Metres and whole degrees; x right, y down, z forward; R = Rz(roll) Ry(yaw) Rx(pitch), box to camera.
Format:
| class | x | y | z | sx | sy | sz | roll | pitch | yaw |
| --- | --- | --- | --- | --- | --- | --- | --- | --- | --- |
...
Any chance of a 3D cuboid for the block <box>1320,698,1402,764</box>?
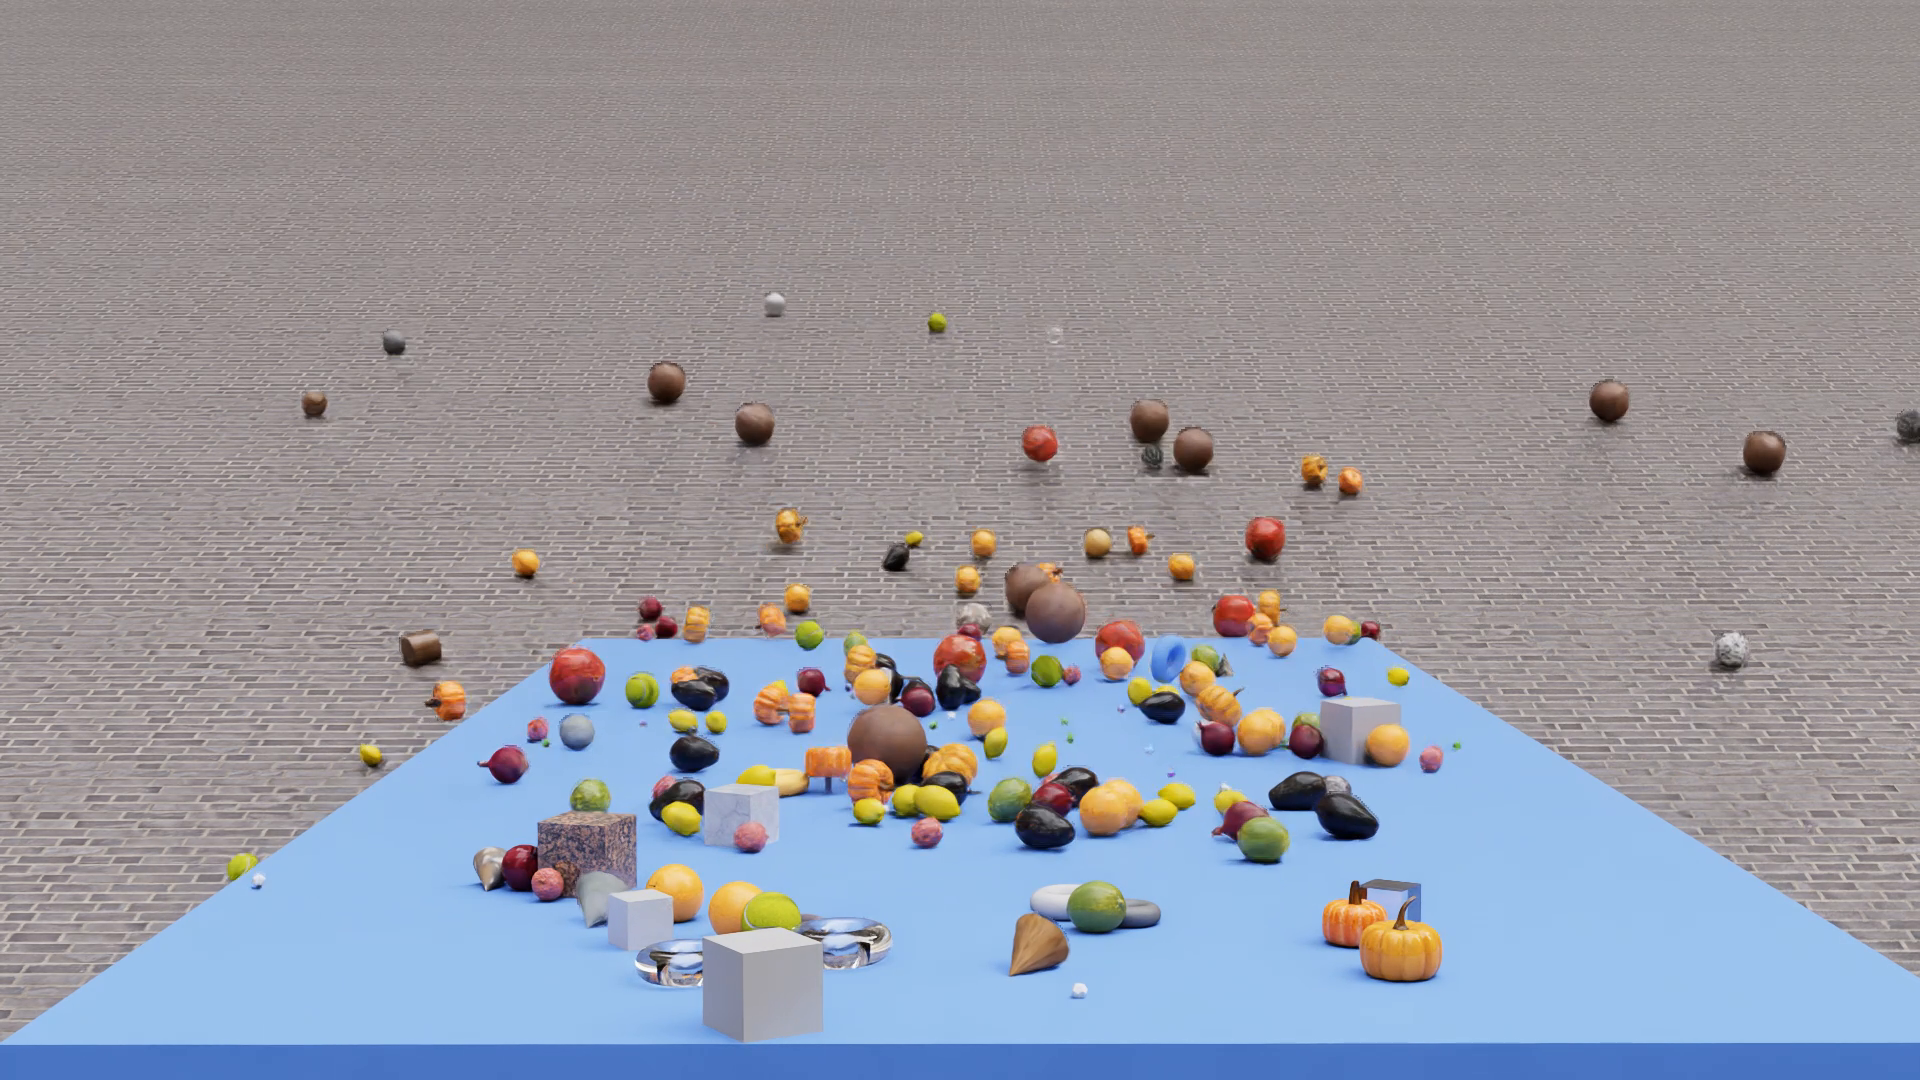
| class | x | y | z | sx | sy | sz | roll | pitch | yaw |
| --- | --- | --- | --- | --- | --- | --- | --- | --- | --- |
| block | 0.692 | 0.329 | 4.436 | 0.100 | 0.100 | 0.100 | -2 | 4 | -25 |

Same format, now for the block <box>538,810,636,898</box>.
| class | x | y | z | sx | sy | sz | roll | pitch | yaw |
| --- | --- | --- | --- | --- | --- | --- | --- | --- | --- |
| block | -0.477 | 0.403 | 3.291 | 0.094 | 0.094 | 0.094 | 1 | 4 | 17 |

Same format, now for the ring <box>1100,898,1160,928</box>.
| class | x | y | z | sx | sy | sz | roll | pitch | yaw |
| --- | --- | --- | --- | --- | --- | --- | --- | --- | --- |
| ring | 0.205 | 0.450 | 3.097 | 0.075 | 0.025 | 0.075 | 1 | 3 | 0 |

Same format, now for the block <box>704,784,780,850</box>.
| class | x | y | z | sx | sy | sz | roll | pitch | yaw |
| --- | --- | --- | --- | --- | --- | --- | --- | --- | --- |
| block | -0.309 | 0.391 | 3.638 | 0.077 | 0.077 | 0.077 | 2 | 4 | 27 |

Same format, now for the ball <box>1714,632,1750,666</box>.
| class | x | y | z | sx | sy | sz | roll | pitch | yaw |
| --- | --- | --- | --- | --- | --- | --- | --- | --- | --- |
| ball | 1.984 | 0.281 | 6.594 | 0.088 | 0.088 | 0.088 | 0 | 20 | 0 |

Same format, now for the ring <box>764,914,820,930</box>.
| class | x | y | z | sx | sy | sz | roll | pitch | yaw |
| --- | --- | --- | --- | --- | --- | --- | --- | --- | --- |
| ring | -0.191 | 0.455 | 3.005 | 0.078 | 0.026 | 0.078 | -1 | 3 | 0 |

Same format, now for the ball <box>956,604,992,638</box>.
| class | x | y | z | sx | sy | sz | roll | pitch | yaw |
| --- | --- | --- | --- | --- | --- | --- | --- | --- | --- |
| ball | 0.035 | 0.211 | 6.691 | 0.092 | 0.092 | 0.092 | 0 | 20 | 0 |

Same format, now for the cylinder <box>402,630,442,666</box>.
| class | x | y | z | sx | sy | sz | roll | pitch | yaw |
| --- | --- | --- | --- | --- | --- | --- | --- | --- | --- |
| cylinder | -1.387 | 0.279 | 6.613 | 0.076 | 0.076 | 0.076 | -15 | 25 | -34 |

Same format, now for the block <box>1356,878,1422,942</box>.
| class | x | y | z | sx | sy | sz | roll | pitch | yaw |
| --- | --- | --- | --- | --- | --- | --- | --- | --- | --- |
| block | 0.506 | 0.437 | 3.034 | 0.058 | 0.058 | 0.058 | 2 | 4 | 33 |

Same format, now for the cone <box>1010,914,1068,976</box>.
| class | x | y | z | sx | sy | sz | roll | pitch | yaw |
| --- | --- | --- | --- | --- | --- | --- | --- | --- | --- |
| cone | 0.073 | 0.463 | 2.843 | 0.069 | 0.069 | 0.069 | 13 | 37 | 31 |

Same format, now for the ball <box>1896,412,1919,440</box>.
| class | x | y | z | sx | sy | sz | roll | pitch | yaw |
| --- | --- | --- | --- | --- | --- | --- | --- | --- | --- |
| ball | 3.104 | -0.372 | 8.372 | 0.096 | 0.096 | 0.096 | 0 | 20 | 0 |

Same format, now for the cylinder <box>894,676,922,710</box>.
| class | x | y | z | sx | sy | sz | roll | pitch | yaw |
| --- | --- | --- | --- | --- | --- | --- | --- | --- | --- |
| cylinder | -0.106 | 0.306 | 5.149 | 0.060 | 0.060 | 0.060 | 0 | 4 | 0 |

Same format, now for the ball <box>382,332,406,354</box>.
| class | x | y | z | sx | sy | sz | roll | pitch | yaw |
| --- | --- | --- | --- | --- | --- | --- | --- | --- | --- |
| ball | -2.058 | -0.718 | 9.338 | 0.083 | 0.083 | 0.083 | 0 | 20 | 0 |

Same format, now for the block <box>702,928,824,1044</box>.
| class | x | y | z | sx | sy | sz | roll | pitch | yaw |
| --- | --- | --- | --- | --- | --- | --- | --- | --- | --- |
| block | -0.200 | 0.449 | 2.595 | 0.090 | 0.090 | 0.090 | -2 | 4 | -32 |

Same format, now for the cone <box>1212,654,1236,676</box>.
| class | x | y | z | sx | sy | sz | roll | pitch | yaw |
| --- | --- | --- | --- | --- | --- | --- | --- | --- | --- |
| cone | 0.587 | 0.275 | 5.700 | 0.051 | 0.051 | 0.051 | 0 | 4 | 0 |

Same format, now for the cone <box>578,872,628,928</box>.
| class | x | y | z | sx | sy | sz | roll | pitch | yaw |
| --- | --- | --- | --- | --- | --- | --- | --- | --- | --- |
| cone | -0.439 | 0.448 | 3.096 | 0.067 | 0.067 | 0.067 | 4 | 31 | 10 |

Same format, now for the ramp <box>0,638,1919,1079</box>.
| class | x | y | z | sx | sy | sz | roll | pitch | yaw |
| --- | --- | --- | --- | --- | --- | --- | --- | --- | --- |
| ramp | 0.047 | 0.424 | 4.534 | 2.000 | 0.100 | 4.000 | 0 | 4 | 0 |

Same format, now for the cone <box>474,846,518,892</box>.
| class | x | y | z | sx | sy | sz | roll | pitch | yaw |
| --- | --- | --- | --- | --- | --- | --- | --- | --- | --- |
| cone | -0.606 | 0.436 | 3.314 | 0.058 | 0.058 | 0.058 | 1 | 30 | 2 |

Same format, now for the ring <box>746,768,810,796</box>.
| class | x | y | z | sx | sy | sz | roll | pitch | yaw |
| --- | --- | --- | --- | --- | --- | --- | --- | --- | --- |
| ring | -0.289 | 0.385 | 4.079 | 0.101 | 0.034 | 0.101 | -1 | 5 | 0 |

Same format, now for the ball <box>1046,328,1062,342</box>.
| class | x | y | z | sx | sy | sz | roll | pitch | yaw |
| --- | --- | --- | --- | --- | --- | --- | --- | --- | --- |
| ball | 0.348 | -0.757 | 9.481 | 0.058 | 0.058 | 0.058 | 0 | 20 | 0 |

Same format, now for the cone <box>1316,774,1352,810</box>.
| class | x | y | z | sx | sy | sz | roll | pitch | yaw |
| --- | --- | --- | --- | --- | --- | --- | --- | --- | --- |
| cone | 0.570 | 0.398 | 3.930 | 0.055 | 0.055 | 0.055 | 5 | 35 | 14 |

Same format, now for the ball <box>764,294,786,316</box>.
| class | x | y | z | sx | sy | sz | roll | pitch | yaw |
| --- | --- | --- | --- | --- | --- | --- | --- | --- | --- |
| ball | -0.709 | -0.902 | 9.839 | 0.085 | 0.085 | 0.085 | 0 | 20 | 0 |

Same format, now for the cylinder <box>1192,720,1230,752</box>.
| class | x | y | z | sx | sy | sz | roll | pitch | yaw |
| --- | --- | --- | --- | --- | --- | --- | --- | --- | --- |
| cylinder | 0.444 | 0.347 | 4.544 | 0.051 | 0.051 | 0.051 | -7 | 6 | -19 |

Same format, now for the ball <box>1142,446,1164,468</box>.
| class | x | y | z | sx | sy | sz | roll | pitch | yaw |
| --- | --- | --- | --- | --- | --- | --- | --- | --- | --- |
| ball | 0.609 | -0.264 | 8.114 | 0.070 | 0.070 | 0.070 | 0 | 20 | 0 |

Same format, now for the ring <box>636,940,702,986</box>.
| class | x | y | z | sx | sy | sz | roll | pitch | yaw |
| --- | --- | --- | --- | --- | --- | --- | --- | --- | --- |
| ring | -0.300 | 0.462 | 2.809 | 0.111 | 0.037 | 0.111 | 0 | 2 | 0 |

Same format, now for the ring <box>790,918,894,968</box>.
| class | x | y | z | sx | sy | sz | roll | pitch | yaw |
| --- | --- | --- | --- | --- | --- | --- | --- | --- | --- |
| ring | -0.137 | 0.455 | 2.898 | 0.123 | 0.041 | 0.123 | -2 | 3 | 0 |

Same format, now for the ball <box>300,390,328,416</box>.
| class | x | y | z | sx | sy | sz | roll | pitch | yaw |
| --- | --- | --- | --- | --- | --- | --- | --- | --- | --- |
| ball | -2.169 | -0.458 | 8.623 | 0.086 | 0.086 | 0.086 | 0 | 20 | 0 |

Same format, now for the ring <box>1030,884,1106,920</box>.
| class | x | y | z | sx | sy | sz | roll | pitch | yaw |
| --- | --- | --- | --- | --- | --- | --- | --- | --- | --- |
| ring | 0.132 | 0.444 | 3.147 | 0.094 | 0.031 | 0.094 | -1 | 4 | 0 |

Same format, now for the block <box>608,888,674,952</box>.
| class | x | y | z | sx | sy | sz | roll | pitch | yaw |
| --- | --- | --- | --- | --- | --- | --- | --- | --- | --- |
| block | -0.371 | 0.441 | 2.983 | 0.057 | 0.057 | 0.057 | -2 | 4 | -31 |

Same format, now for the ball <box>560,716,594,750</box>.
| class | x | y | z | sx | sy | sz | roll | pitch | yaw |
| --- | --- | --- | --- | --- | --- | --- | --- | --- | --- |
| ball | -0.679 | 0.342 | 4.557 | 0.062 | 0.062 | 0.062 | 0 | 20 | 0 |

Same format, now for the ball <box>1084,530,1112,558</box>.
| class | x | y | z | sx | sy | sz | roll | pitch | yaw |
| --- | --- | --- | --- | --- | --- | --- | --- | --- | --- |
| ball | 0.394 | 0.010 | 7.347 | 0.081 | 0.081 | 0.081 | 0 | 20 | 0 |
